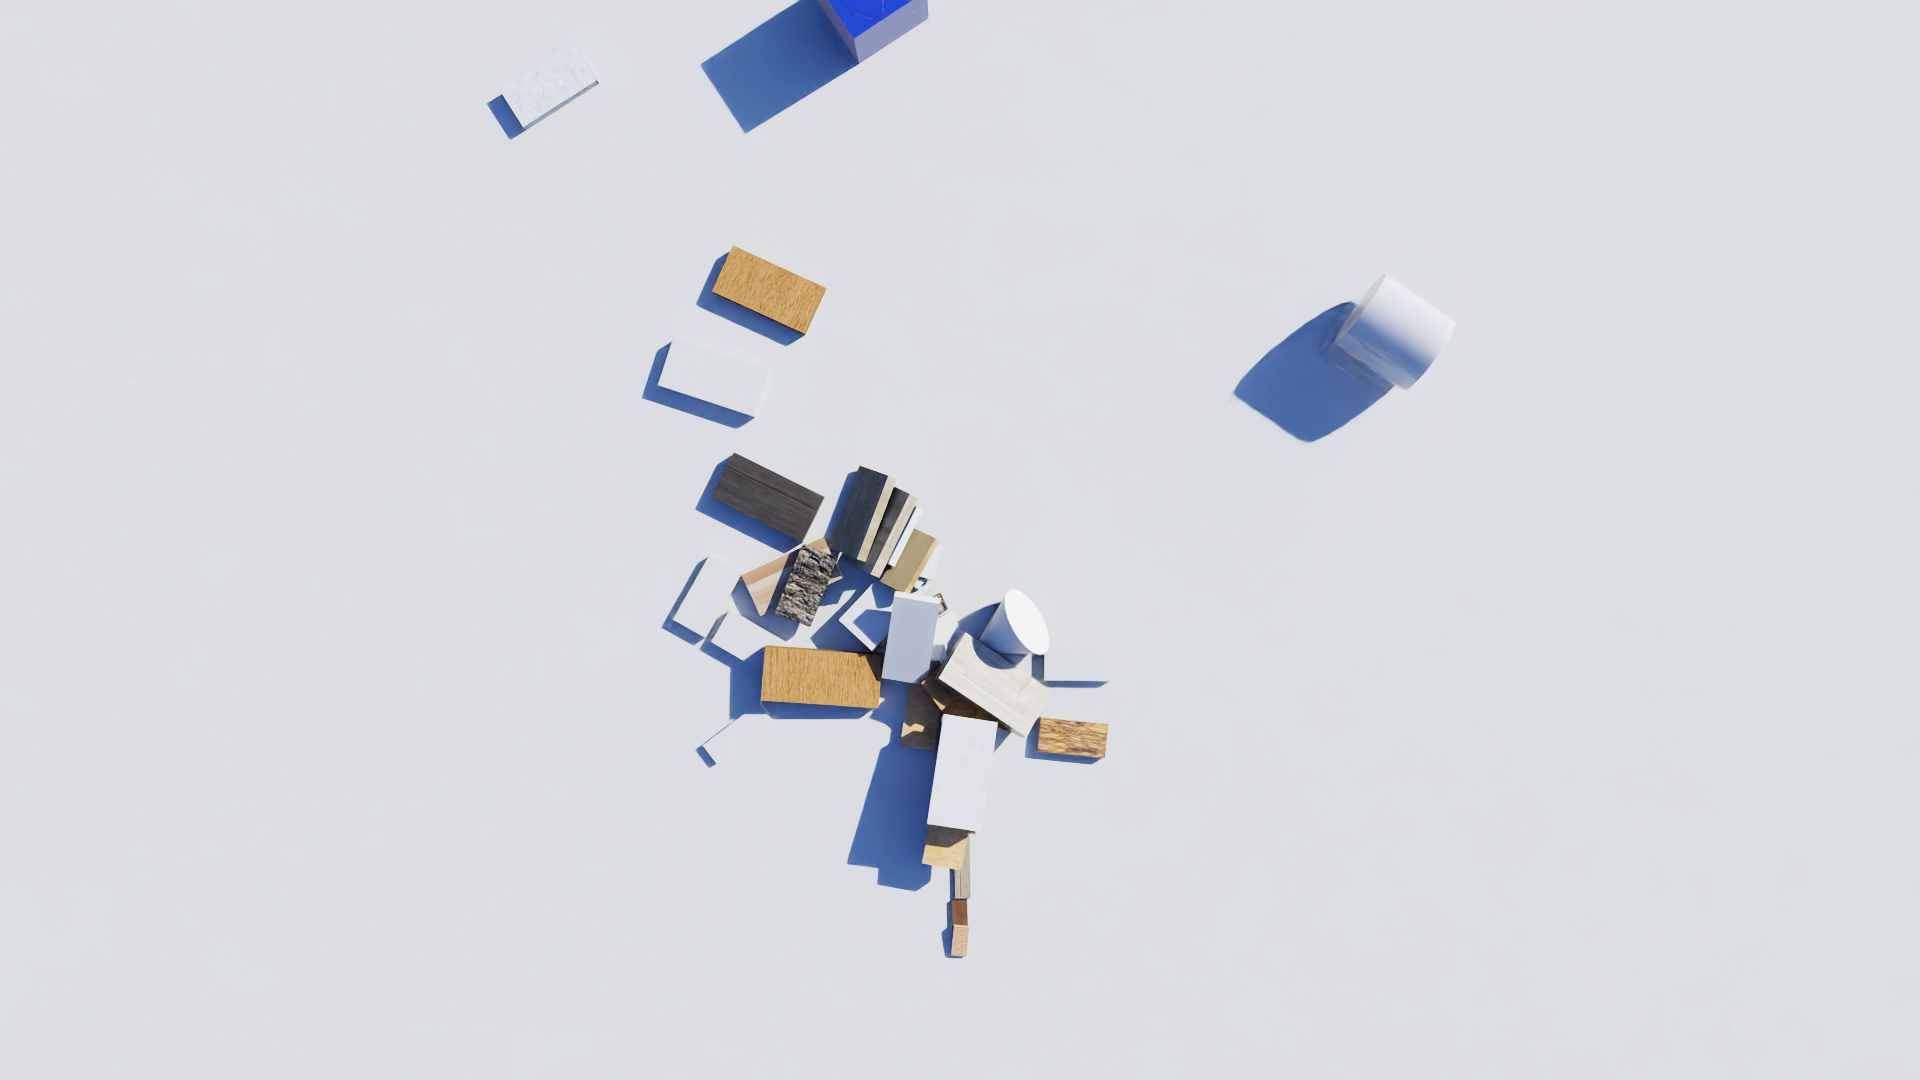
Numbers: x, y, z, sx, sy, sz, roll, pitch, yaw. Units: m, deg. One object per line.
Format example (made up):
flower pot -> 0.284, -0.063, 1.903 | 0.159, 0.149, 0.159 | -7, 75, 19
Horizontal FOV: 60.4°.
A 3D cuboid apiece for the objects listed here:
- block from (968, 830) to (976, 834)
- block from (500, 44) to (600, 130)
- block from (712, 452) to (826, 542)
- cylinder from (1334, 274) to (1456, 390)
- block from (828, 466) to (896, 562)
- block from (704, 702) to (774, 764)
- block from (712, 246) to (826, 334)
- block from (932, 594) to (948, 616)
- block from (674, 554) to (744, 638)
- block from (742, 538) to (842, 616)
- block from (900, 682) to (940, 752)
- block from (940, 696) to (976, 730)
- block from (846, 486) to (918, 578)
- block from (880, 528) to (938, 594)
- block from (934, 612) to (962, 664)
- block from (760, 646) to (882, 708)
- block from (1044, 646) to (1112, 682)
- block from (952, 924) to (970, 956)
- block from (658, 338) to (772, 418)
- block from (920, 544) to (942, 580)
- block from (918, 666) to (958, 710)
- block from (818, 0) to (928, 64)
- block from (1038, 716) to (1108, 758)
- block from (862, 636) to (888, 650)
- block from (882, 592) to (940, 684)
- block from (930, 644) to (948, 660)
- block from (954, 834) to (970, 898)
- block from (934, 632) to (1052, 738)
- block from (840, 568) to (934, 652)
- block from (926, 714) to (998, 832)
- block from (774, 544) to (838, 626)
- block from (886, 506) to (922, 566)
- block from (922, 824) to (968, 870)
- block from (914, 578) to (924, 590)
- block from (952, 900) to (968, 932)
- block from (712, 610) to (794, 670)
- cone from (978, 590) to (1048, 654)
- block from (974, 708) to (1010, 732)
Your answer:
block -> -0.008, 0.840, 5.458 | 0.130, 0.037, 0.259 | 3, 79, 0
block -> -1.363, -1.506, 5.479 | 0.291, 0.041, 0.145 | -33, 90, 0
block -> -0.635, -0.142, 5.476 | 0.335, 0.047, 0.167 | 26, 90, 0
cylinder -> 1.412, -0.674, 5.364 | 0.272, 0.272, 0.272 | 35, 90, 0
block -> -0.322, -0.088, 5.436 | 0.145, 0.041, 0.291 | 21, 90, 42
block -> -0.738, 0.643, 5.489 | 0.235, 0.022, 0.078 | -37, 90, 0
block -> -0.633, -0.829, 5.476 | 0.335, 0.047, 0.167 | 25, 90, 0
block -> -0.102, 0.231, 5.461 | 0.122, 0.017, 0.061 | -31, 101, -26
block -> -0.837, 0.187, 5.483 | 0.123, 0.035, 0.247 | 30, 90, 0
block -> -0.556, 0.121, 5.479 | 0.299, 0.042, 0.149 | -25, 90, 0
block -> -0.125, 0.578, 5.484 | 0.115, 0.033, 0.230 | 8, 90, 0
block -> -0.006, 0.633, 5.428 | 0.115, 0.033, 0.230 | 4, 76, 1
block -> -0.258, -0.035, 5.433 | 0.041, 0.145, 0.291 | 26, 90, -43
block -> -0.165, 0.071, 5.416 | 0.104, 0.030, 0.209 | 25, 80, 32
block -> -0.031, 0.353, 5.467 | 0.104, 0.030, 0.209 | -27, 94, -12
block -> -0.457, 0.452, 5.453 | 0.387, 0.050, 0.177 | 4, 93, -5
block -> 0.393, 0.410, 5.484 | 0.225, 0.032, 0.113 | 1, 90, 0
block -> 0.001, 1.332, 5.483 | 0.051, 0.015, 0.103 | 5, 100, -1
block -> -0.814, -0.540, 5.476 | 0.335, 0.047, 0.167 | 18, 90, 0
block -> -0.103, 0.068, 5.431 | 0.061, 0.017, 0.122 | 17, 74, 1
block -> -0.012, 0.447, 5.429 | 0.225, 0.032, 0.113 | -37, 97, -16
block -> -0.297, -1.780, 5.361 | 0.278, 0.278, 0.278 | -33, 90, 0
block -> 0.375, 0.656, 5.484 | 0.225, 0.032, 0.113 | 6, 90, 0
block -> -0.216, 0.296, 5.484 | 0.230, 0.033, 0.115 | -7, 90, 0
block -> -0.160, 0.322, 5.394 | 0.149, 0.042, 0.299 | 10, 112, 0
block -> -0.089, 0.370, 5.438 | 0.107, 0.015, 0.054 | -4, 104, 28
block -> 0.007, 0.993, 5.493 | 0.051, 0.015, 0.399 | -1, 90, 0
block -> 0.110, 0.477, 5.411 | 0.355, 0.050, 0.177 | 35, 72, -11
block -> -0.242, 0.208, 5.452 | 0.149, 0.042, 0.299 | 42, 83, 8
block -> 0.007, 0.755, 5.348 | 0.177, 0.050, 0.355 | 9, 83, -1
block -> -0.506, 0.149, 5.440 | 0.123, 0.035, 0.247 | 22, 90, 0
block -> -0.211, -0.023, 5.444 | 0.030, 0.104, 0.209 | 31, 84, -43
block -> -0.036, 0.940, 5.395 | 0.130, 0.037, 0.259 | 11, 95, -1
block -> -0.129, 0.099, 5.439 | 0.061, 0.017, 0.122 | 32, 75, 5
block -> 0.000, 1.251, 5.493 | 0.051, 0.015, 0.103 | -2, 90, 0
block -> -0.687, 0.346, 5.483 | 0.247, 0.035, 0.123 | 30, 90, 0
cone -> 0.129, 0.321, 5.448 | 0.235, 0.235, 0.235 | -31, 90, 27
block -> 0.124, 0.579, 5.448 | 0.157, 0.022, 0.078 | 18, 71, -23
